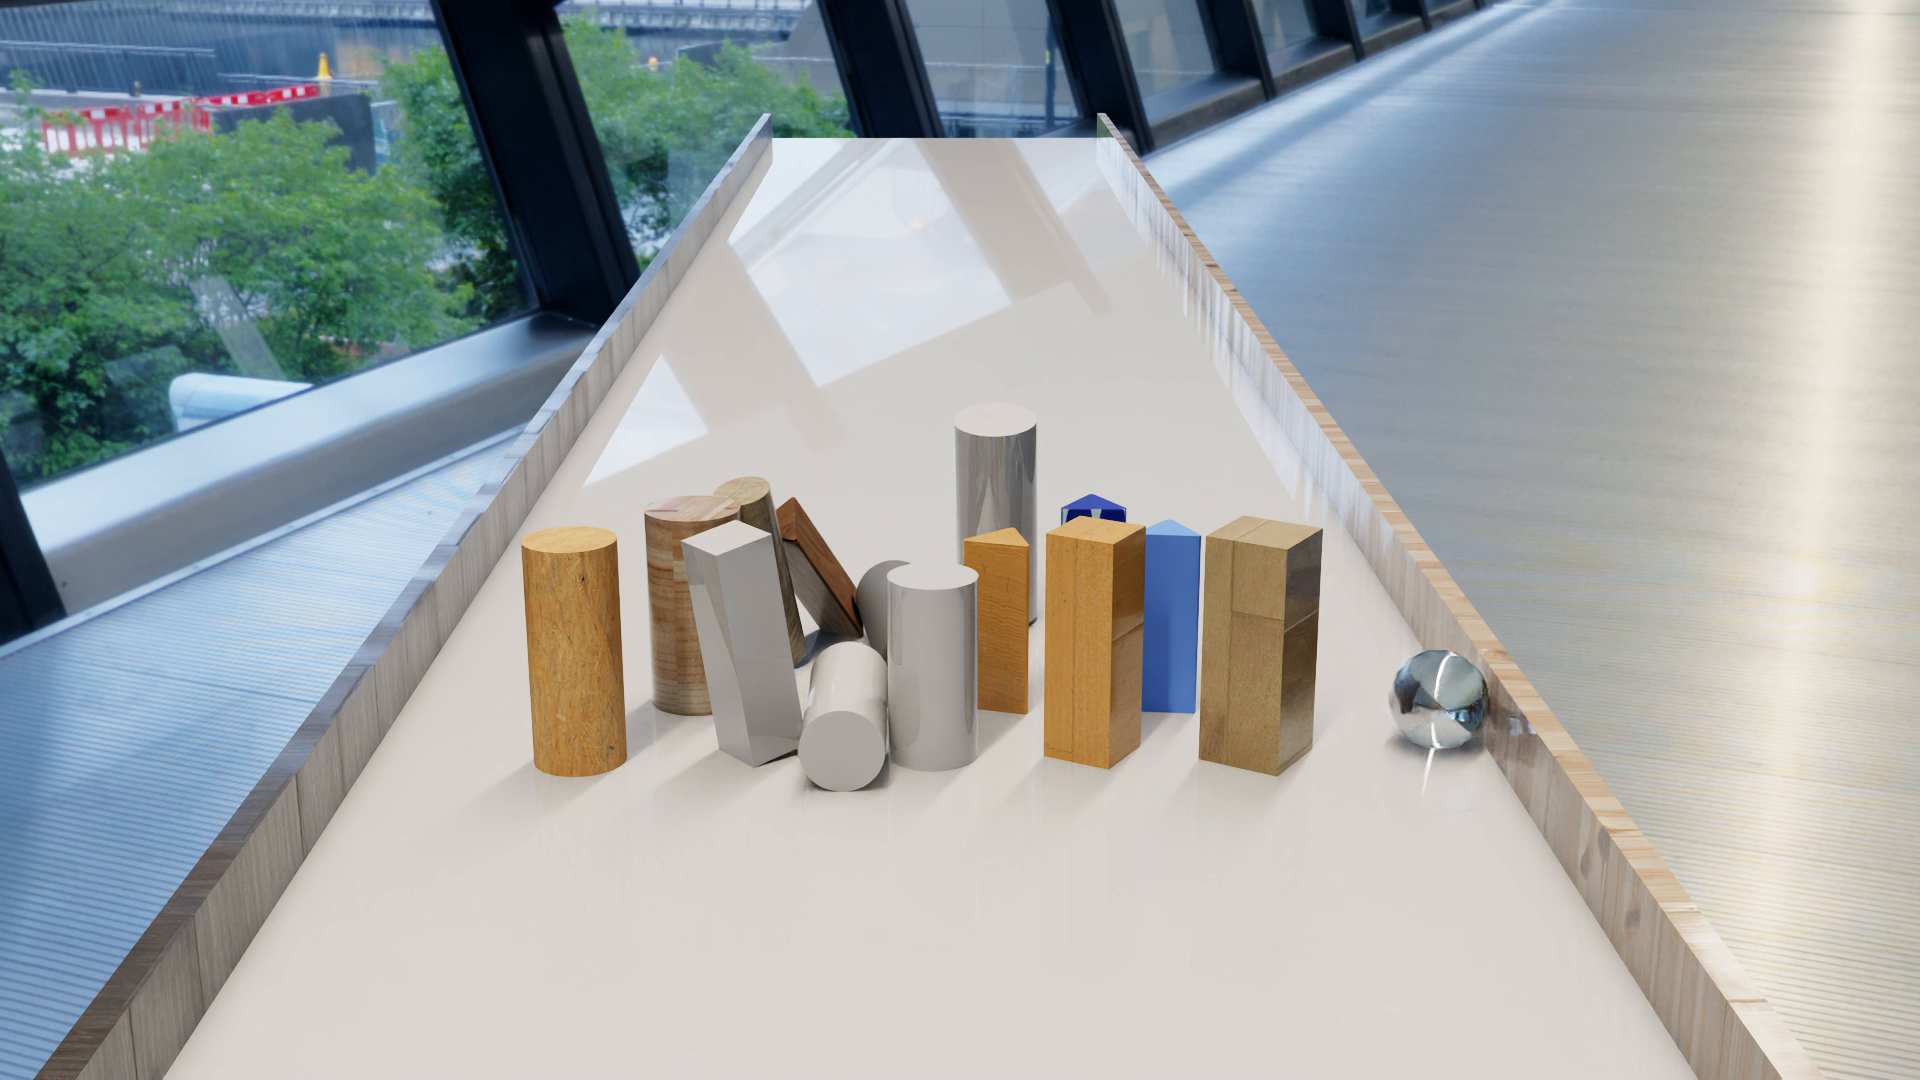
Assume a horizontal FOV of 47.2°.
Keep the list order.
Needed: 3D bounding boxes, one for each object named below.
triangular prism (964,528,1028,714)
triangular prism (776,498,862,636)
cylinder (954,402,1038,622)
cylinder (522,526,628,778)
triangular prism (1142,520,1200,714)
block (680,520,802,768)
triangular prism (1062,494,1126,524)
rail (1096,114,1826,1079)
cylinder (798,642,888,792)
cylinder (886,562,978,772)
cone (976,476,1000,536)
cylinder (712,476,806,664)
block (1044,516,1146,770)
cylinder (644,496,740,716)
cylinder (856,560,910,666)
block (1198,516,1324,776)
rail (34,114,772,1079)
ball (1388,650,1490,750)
[{"bbox_3d":[0.083,0.149,4.148,0.126,0.330,0.109,5,17,18],"label":"triangular prism"},{"bbox_3d":[-0.288,0.053,4.465,0.109,0.350,0.095,10,60,31],"label":"triangular prism"},{"bbox_3d":[0.076,-0.048,4.570,0.171,0.443,0.171,-1,27,1],"label":"cylinder"},{"bbox_3d":[-0.675,0.195,3.856,0.163,0.409,0.163,0,17,0],"label":"cylinder"},{"bbox_3d":[0.388,0.142,4.138,0.120,0.348,0.104,2,17,7],"label":"triangular prism"},{"bbox_3d":[-0.379,0.183,3.874,0.114,0.408,0.114,-23,26,-33],"label":"block"},{"bbox_3d":[0.265,0.071,4.443,0.127,0.311,0.110,0,17,1],"label":"triangular prism"},{"bbox_3d":[0.932,-0.844,7.801,0.050,0.150,12.000,0,17,-1],"label":"rail"},{"bbox_3d":[-0.203,0.310,3.923,0.149,0.149,0.355,0,17,0],"label":"cylinder"},{"bbox_3d":[-0.048,0.223,3.889,0.160,0.335,0.160,0,17,0],"label":"cylinder"},{"bbox_3d":[0.057,0.059,4.349,0.155,0.387,0.155,0,17,0],"label":"cone"},{"bbox_3d":[-0.390,0.068,4.304,0.112,0.380,0.112,-8,31,4],"label":"cylinder"},{"bbox_3d":[0.238,0.180,3.893,0.130,0.414,0.130,9,19,29],"label":"block"},{"bbox_3d":[-0.498,0.123,4.149,0.179,0.379,0.179,0,17,0],"label":"cylinder"},{"bbox_3d":[-0.106,0.176,4.359,0.157,0.157,0.428,-2,17,-8],"label":"cylinder"},{"bbox_3d":[0.530,0.185,3.879,0.153,0.414,0.153,10,19,31],"label":"block"},{"bbox_3d":[-1.118,-0.838,7.780,0.050,0.150,12.000,0,17,-1],"label":"rail"},{"bbox_3d":[0.860,0.286,3.952,0.178,0.178,0.178,0,17,0],"label":"ball"}]
